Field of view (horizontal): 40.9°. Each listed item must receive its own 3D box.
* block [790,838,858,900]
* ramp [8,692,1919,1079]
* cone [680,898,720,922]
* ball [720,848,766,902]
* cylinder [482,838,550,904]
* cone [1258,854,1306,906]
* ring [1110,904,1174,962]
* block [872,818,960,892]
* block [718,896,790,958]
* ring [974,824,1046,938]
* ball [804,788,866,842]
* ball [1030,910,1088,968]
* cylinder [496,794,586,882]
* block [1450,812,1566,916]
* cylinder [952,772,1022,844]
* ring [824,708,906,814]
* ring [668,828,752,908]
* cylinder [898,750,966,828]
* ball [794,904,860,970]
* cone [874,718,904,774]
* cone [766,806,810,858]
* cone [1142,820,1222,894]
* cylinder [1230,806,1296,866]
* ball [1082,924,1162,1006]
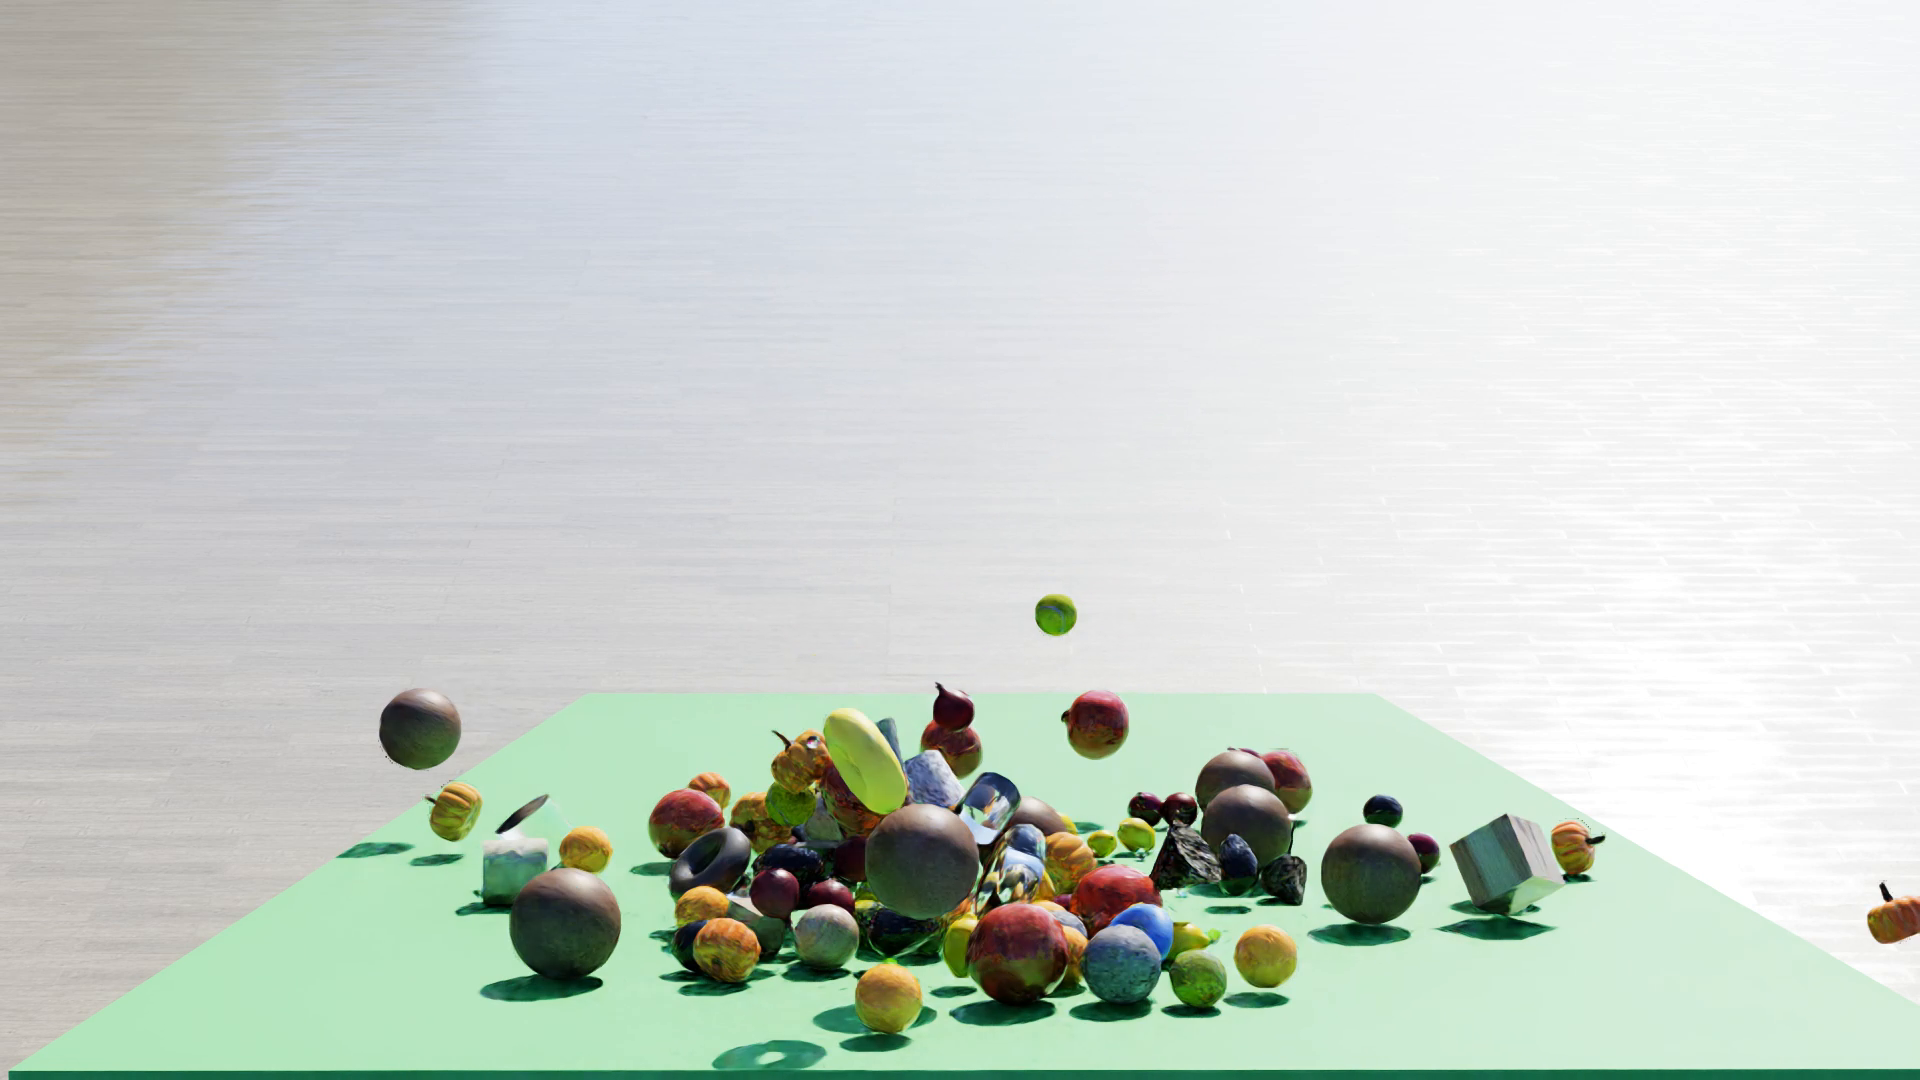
[{"bbox_3d":[-0.189,0.455,3.568,0.069,0.069,0.069,1,2,27],"label":"block"},{"bbox_3d":[0.056,0.507,4.550,2.000,0.100,4.000,0,2,0],"label":"ramp"},{"bbox_3d":[-0.330,0.466,3.318,0.052,0.052,0.052,-7,-5,-16],"label":"cone"},{"bbox_3d":[-0.305,0.452,3.492,0.081,0.081,0.081,0,24,0],"label":"ball"},{"bbox_3d":[-0.601,0.449,3.489,0.086,0.086,0.086,-1,24,-9],"label":"cylinder"},{"bbox_3d":[0.451,0.476,3.496,0.069,0.069,0.069,-8,39,-17],"label":"cone"},{"bbox_3d":[0.200,0.457,2.923,0.097,0.032,0.097,-32,35,25],"label":"ring"},{"bbox_3d":[-0.060,0.438,3.582,0.084,0.084,0.084,10,1,21],"label":"block"},{"bbox_3d":[-0.249,0.469,3.123,0.054,0.054,0.054,23,11,35],"label":"block"},{"bbox_3d":[0.060,0.414,3.124,0.049,0.147,0.147,23,23,-9],"label":"ring"},{"bbox_3d":[-0.181,0.403,3.722,0.090,0.090,0.090,0,24,0],"label":"ball"},{"bbox_3d":[0.117,0.470,3.033,0.067,0.067,0.067,0,24,0],"label":"ball"},{"bbox_3d":[-0.591,0.424,3.640,0.092,0.092,0.092,-32,12,8],"label":"cylinder"},{"bbox_3d":[0.712,0.423,3.351,0.091,0.091,0.091,21,42,-48],"label":"block"},{"bbox_3d":[0.036,0.357,3.438,0.068,0.068,0.068,14,44,28],"label":"cylinder"},{"bbox_3d":[-0.103,0.238,2.781,0.042,0.127,0.127,-31,35,-18],"label":"ring"},{"bbox_3d":[-0.320,0.419,3.292,0.124,0.041,0.124,-31,26,17],"label":"ring"},{"bbox_3d":[-0.045,0.374,3.779,0.094,0.094,0.094,-18,62,-34],"label":"cylinder"},{"bbox_3d":[-0.157,0.469,3.042,0.078,0.078,0.078,0,24,0],"label":"ball"},{"bbox_3d":[-0.090,0.274,3.294,0.067,0.067,0.067,-21,61,-39],"label":"cone"},{"bbox_3d":[-0.238,0.450,3.837,0.083,0.083,0.083,-9,19,-20],"label":"cone"},{"bbox_3d":[0.256,0.408,3.157,0.091,0.091,0.091,41,21,-20],"label":"cone"},{"bbox_3d":[0.441,0.434,3.761,0.083,0.083,0.083,8,25,5],"label":"cylinder"},{"bbox_3d":[0.178,0.469,2.846,0.088,0.088,0.088,0,24,0],"label":"ball"}]
